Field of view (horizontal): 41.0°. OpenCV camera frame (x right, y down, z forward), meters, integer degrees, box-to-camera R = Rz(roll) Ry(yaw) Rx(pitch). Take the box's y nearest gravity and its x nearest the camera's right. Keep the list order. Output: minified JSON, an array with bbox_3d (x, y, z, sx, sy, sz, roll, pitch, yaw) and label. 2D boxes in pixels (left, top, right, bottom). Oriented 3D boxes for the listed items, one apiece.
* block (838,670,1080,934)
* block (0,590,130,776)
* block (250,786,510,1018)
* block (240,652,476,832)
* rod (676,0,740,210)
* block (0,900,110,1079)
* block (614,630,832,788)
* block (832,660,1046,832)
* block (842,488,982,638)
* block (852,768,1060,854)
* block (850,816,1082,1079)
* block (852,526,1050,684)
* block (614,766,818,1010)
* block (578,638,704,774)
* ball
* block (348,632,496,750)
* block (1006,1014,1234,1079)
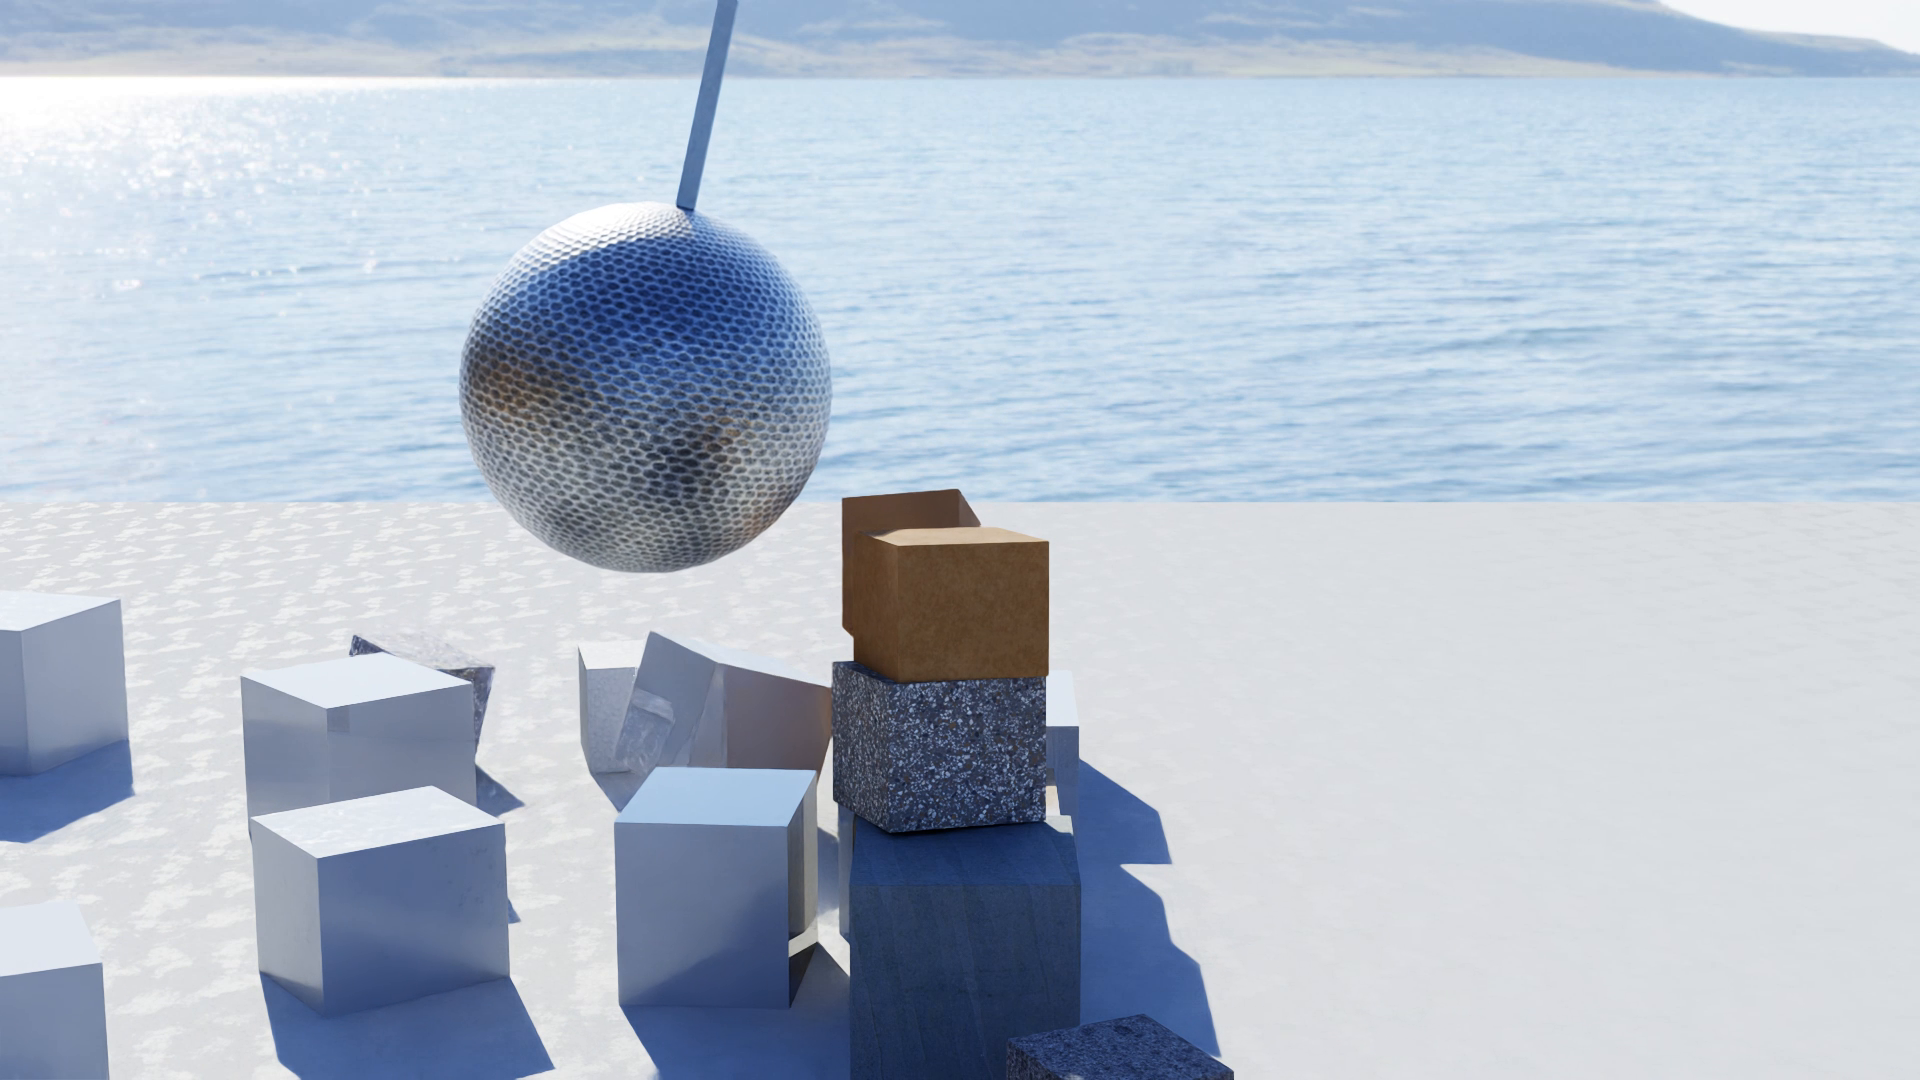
[{"bbox_3d":[-0.002,1.104,11.019,0.986,0.886,0.989,0,10,1],"label":"block"},{"bbox_3d":[-4.964,0.733,13.424,0.798,0.755,0.840,3,11,17],"label":"block"},{"bbox_3d":[-2.278,1.404,10.087,0.771,0.628,0.658,-8,13,-36],"label":"block"},{"bbox_3d":[-2.788,1.011,11.901,0.734,0.753,0.846,-9,14,-40],"label":"block"},{"bbox_3d":[-0.584,-3.912,10.469,0.080,5.200,0.080,13,10,-2],"label":"rod"},{"bbox_3d":[-3.238,1.665,8.539,0.681,0.669,0.714,-5,11,-25],"label":"block"},{"bbox_3d":[-1.115,0.887,12.319,0.703,0.649,0.746,15,2,-33],"label":"block"},{"bbox_3d":[-0.087,0.757,9.731,0.620,0.543,0.653,-2,6,-21],"label":"block"},{"bbox_3d":[-0.228,0.167,12.556,0.577,0.650,0.579,-4,-17,11],"label":"block"},{"bbox_3d":[-0.011,1.354,10.140,0.788,0.708,0.822,0,10,0],"label":"block"},{"bbox_3d":[0.017,1.482,9.308,0.799,0.753,0.841,0,10,0],"label":"block"},{"bbox_3d":[-0.041,0.235,9.695,0.582,0.503,0.625,-2,6,-17],"label":"block"},{"bbox_3d":[-0.943,1.354,10.097,0.660,0.723,0.788,1,10,5],"label":"block"},{"bbox_3d":[-1.631,0.852,13.359,0.653,0.543,0.614,-2,11,-12],"label":"block"},{"bbox_3d":[-1.349,-0.652,11.062,1.600,1.600,1.600,0,10,0],"label":"ball"},{"bbox_3d":[-2.800,0.816,13.162,0.561,0.523,0.477,21,12,34],"label":"block"},{"bbox_3d":[0.495,1.846,8.044,0.505,0.490,0.545,-5,11,-26],"label":"block"}]
